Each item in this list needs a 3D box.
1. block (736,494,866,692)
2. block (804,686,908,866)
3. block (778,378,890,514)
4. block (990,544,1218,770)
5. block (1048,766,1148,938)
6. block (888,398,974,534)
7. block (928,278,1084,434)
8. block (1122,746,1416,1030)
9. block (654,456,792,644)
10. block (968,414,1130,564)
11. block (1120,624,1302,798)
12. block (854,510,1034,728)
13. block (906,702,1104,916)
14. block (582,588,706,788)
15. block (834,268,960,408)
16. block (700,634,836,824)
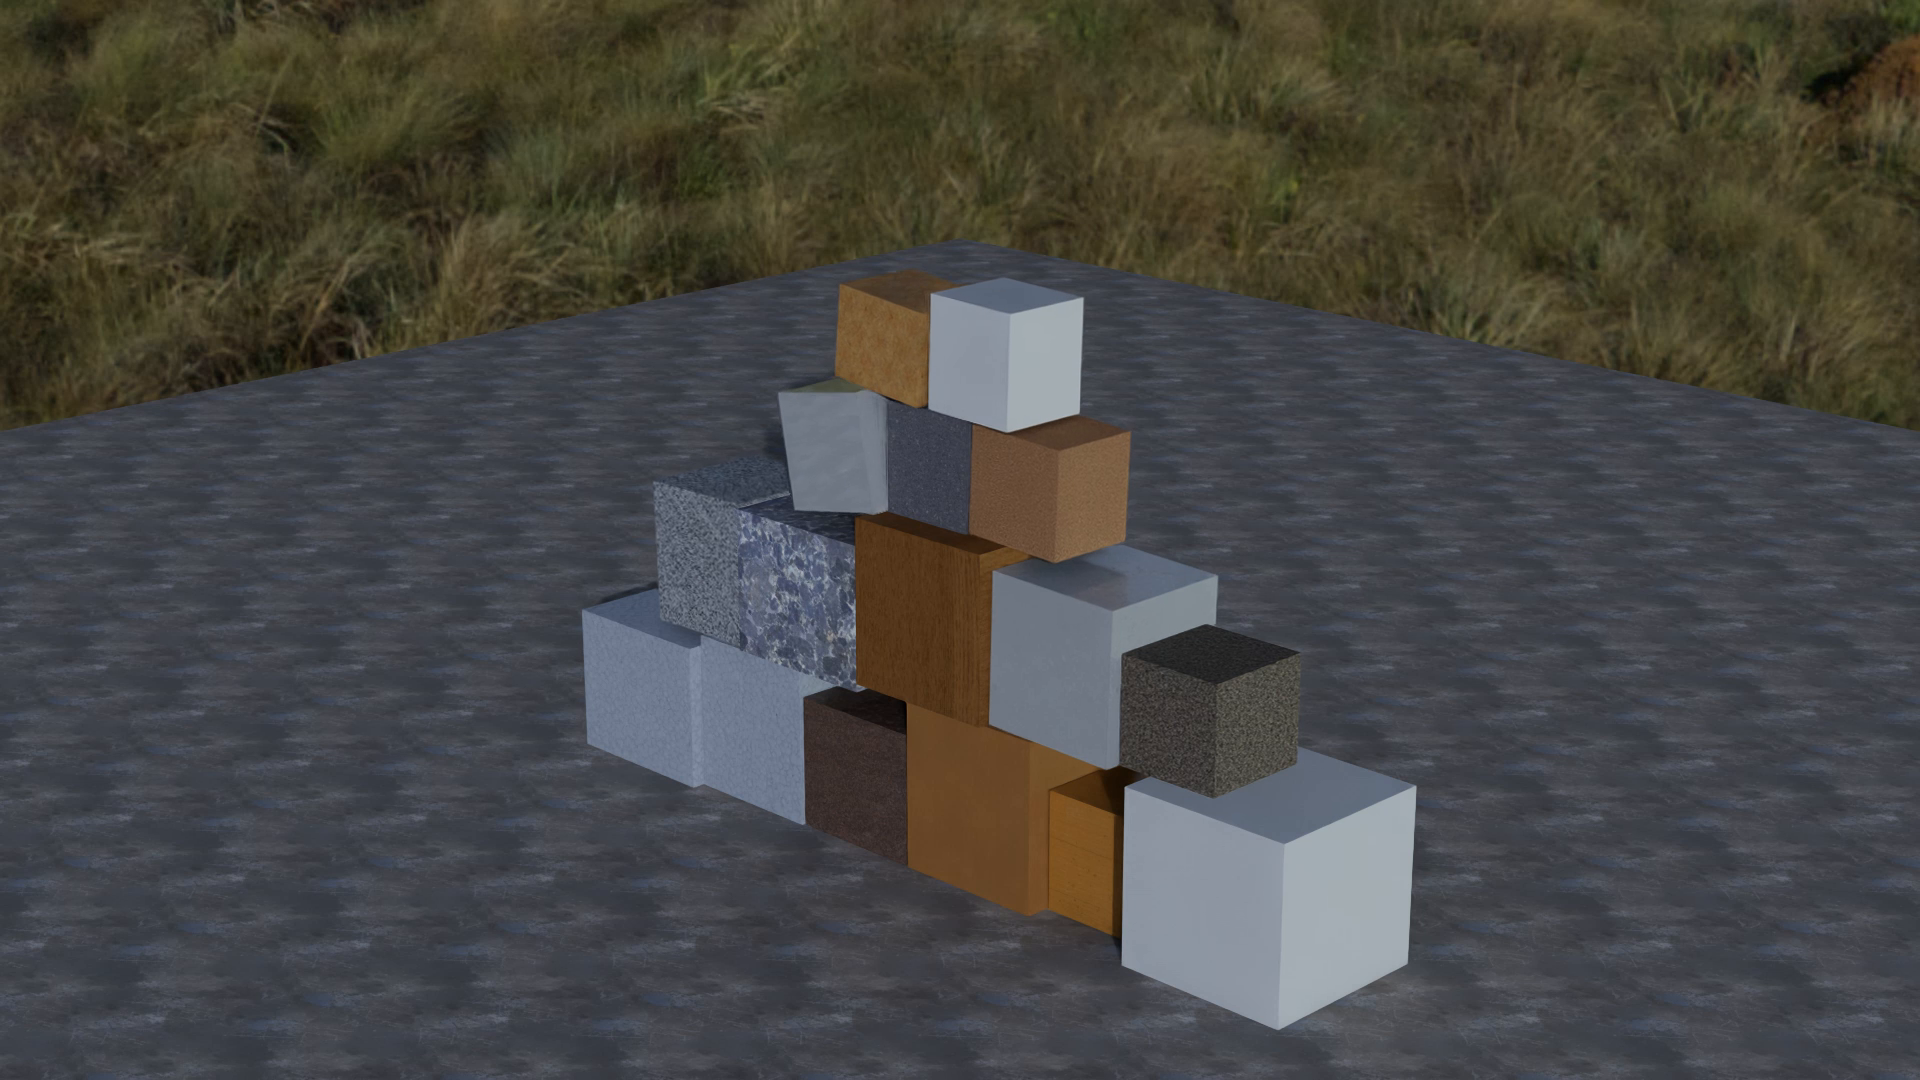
[{"bbox_3d":[-0.496,0.197,13.927,0.763,0.707,0.817,-17,24,-42],"label":"block"},{"bbox_3d":[-0.249,1.051,13.918,0.691,0.648,0.693,-17,24,-42],"label":"block"},{"bbox_3d":[-0.407,-0.463,13.608,0.595,0.559,0.542,-17,13,-42],"label":"block"},{"bbox_3d":[0.624,0.484,12.847,0.681,0.721,0.703,-17,25,-42],"label":"block"},{"bbox_3d":[0.788,1.386,12.978,0.508,0.574,0.602,-17,24,-42],"label":"block"},{"bbox_3d":[0.007,-0.373,13.216,0.442,0.528,0.496,-17,24,-42],"label":"block"},{"bbox_3d":[0.200,-0.818,12.875,0.460,0.527,0.485,-17,26,-42],"label":"block"},{"bbox_3d":[1.305,1.426,12.435,0.876,0.823,0.859,-17,24,-42],"label":"block"},{"bbox_3d":[-1.035,0.042,14.419,0.654,0.710,0.634,-17,22,-42],"label":"block"},{"bbox_3d":[0.392,-0.253,12.872,0.455,0.507,0.520,-17,27,-42],"label":"block"},{"bbox_3d":[1.063,0.720,12.463,0.548,0.507,0.526,-17,24,-42],"label":"block"},{"bbox_3d":[0.087,0.280,13.356,0.795,0.802,0.792,-17,24,-42],"label":"block"},{"bbox_3d":[0.277,1.123,13.392,0.697,0.828,0.771,-17,24,-42],"label":"block"},{"bbox_3d":[-1.292,0.691,14.939,0.904,0.725,0.842,-17,24,-42],"label":"block"},{"bbox_3d":[-0.205,-0.918,13.254,0.455,0.437,0.539,-17,30,-42],"label":"block"},{"bbox_3d":[-0.743,0.833,14.390,0.747,0.783,0.715,-17,24,-42],"label":"block"}]
